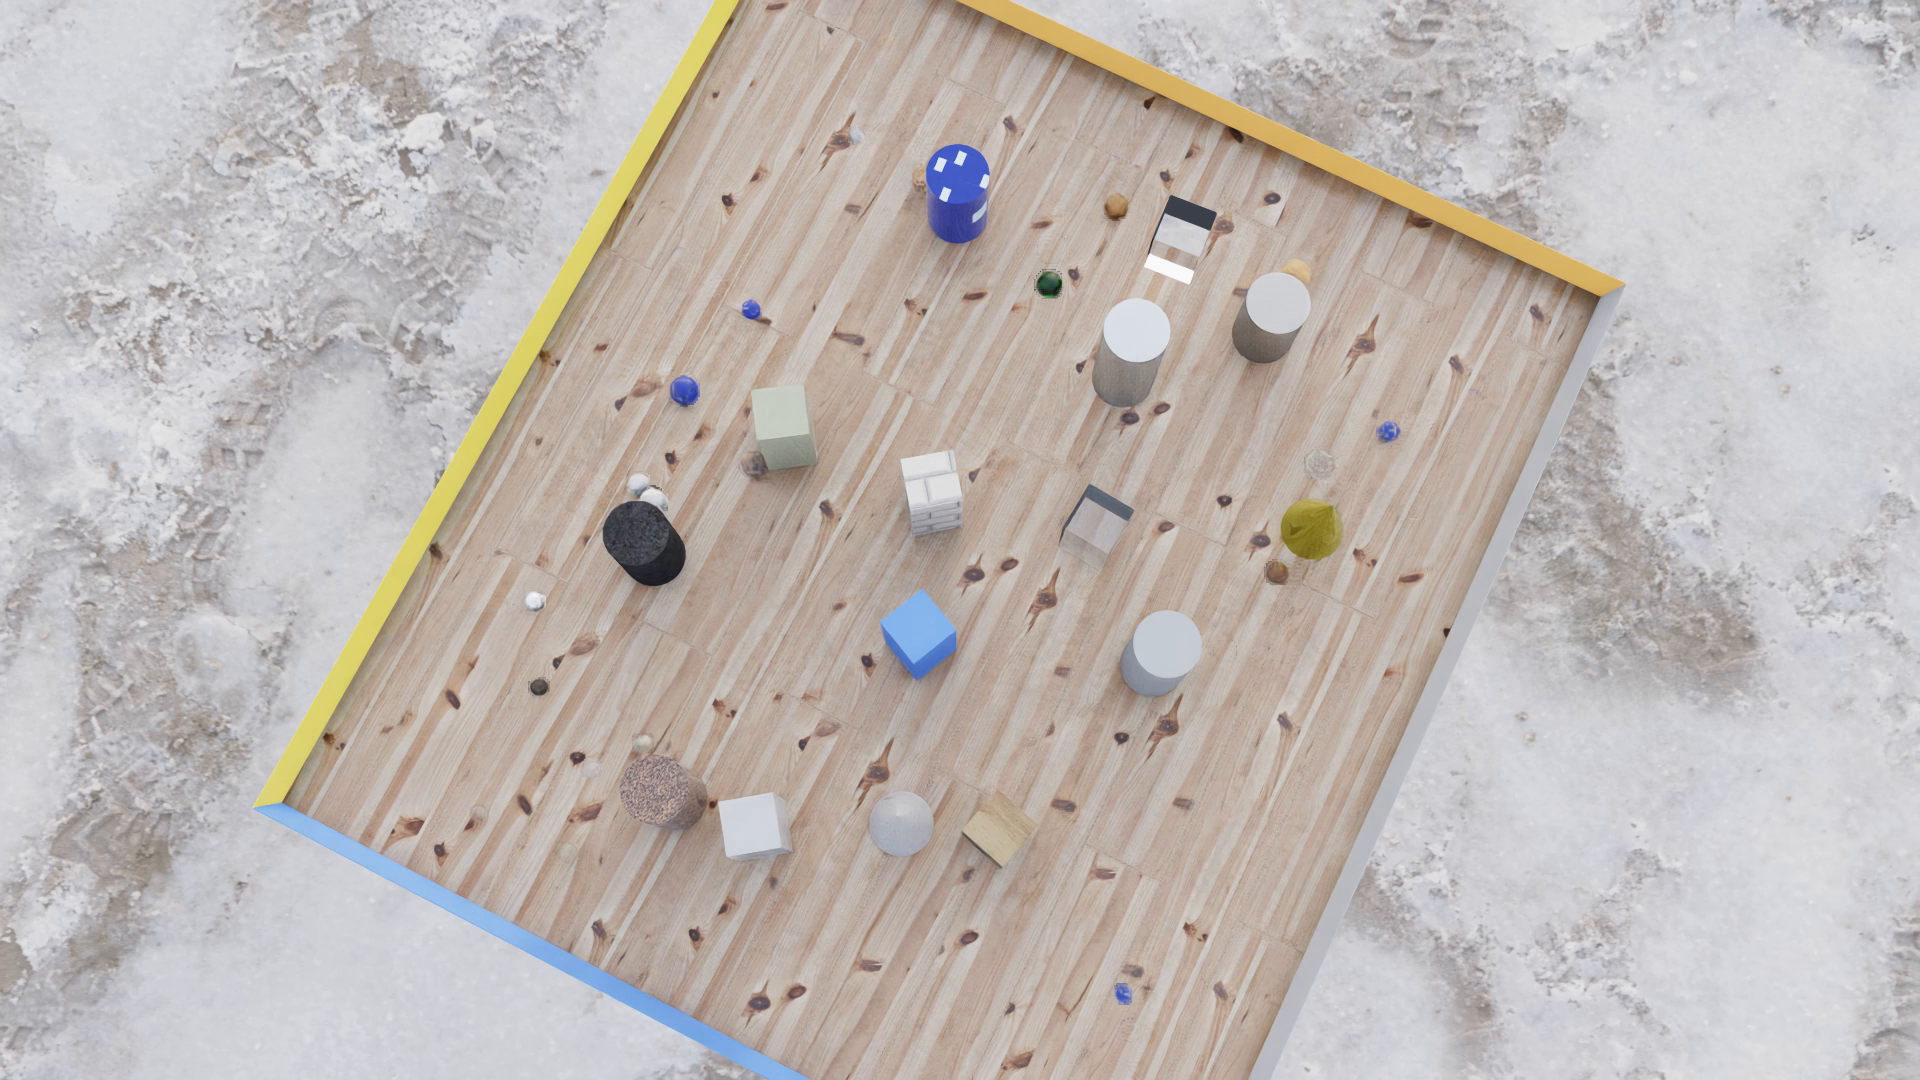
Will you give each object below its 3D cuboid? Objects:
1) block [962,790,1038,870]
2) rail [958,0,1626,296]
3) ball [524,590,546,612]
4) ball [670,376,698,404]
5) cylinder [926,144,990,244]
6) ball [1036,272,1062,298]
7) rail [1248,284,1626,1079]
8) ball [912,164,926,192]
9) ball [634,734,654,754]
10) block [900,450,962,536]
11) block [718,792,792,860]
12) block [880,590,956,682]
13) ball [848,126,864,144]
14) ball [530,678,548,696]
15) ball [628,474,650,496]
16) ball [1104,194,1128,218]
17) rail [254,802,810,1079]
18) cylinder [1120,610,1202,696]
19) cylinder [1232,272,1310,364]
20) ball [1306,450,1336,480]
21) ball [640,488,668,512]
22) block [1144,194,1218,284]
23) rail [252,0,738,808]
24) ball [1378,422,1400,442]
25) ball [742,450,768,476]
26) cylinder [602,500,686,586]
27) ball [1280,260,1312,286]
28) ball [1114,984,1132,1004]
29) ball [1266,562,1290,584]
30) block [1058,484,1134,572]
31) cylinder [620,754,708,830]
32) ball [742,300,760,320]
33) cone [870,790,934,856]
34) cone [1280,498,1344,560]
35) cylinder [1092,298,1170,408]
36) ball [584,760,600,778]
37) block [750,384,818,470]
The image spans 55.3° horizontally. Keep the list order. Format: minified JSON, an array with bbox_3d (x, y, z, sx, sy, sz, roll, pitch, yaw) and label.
[{"bbox_3d":[0.113,0.839,5.302,0.154,0.275,0.154,41,81,8],"label":"block"},{"bbox_3d":[0.722,-1.408,5.843,2.965,0.125,0.045,26,80,5],"label":"rail"},{"bbox_3d":[-1.288,0.185,5.546,0.062,0.062,0.062,0,78,0],"label":"ball"},{"bbox_3d":[-0.853,-0.463,5.667,0.089,0.089,0.089,0,78,0],"label":"ball"},{"bbox_3d":[-0.007,-1.067,5.670,0.192,0.328,0.192,0,78,0],"label":"cylinder"},{"bbox_3d":[0.281,-0.800,5.740,0.082,0.082,0.082,0,78,0],"label":"ball"},{"bbox_3d":[1.305,0.646,5.418,0.045,0.125,3.277,26,80,5],"label":"rail"},{"bbox_3d":[-0.109,-1.145,5.809,0.086,0.086,0.086,0,78,0],"label":"ball"},{"bbox_3d":[-0.944,0.608,5.461,0.058,0.058,0.058,0,78,0],"label":"ball"},{"bbox_3d":[-0.082,-0.137,5.463,0.154,0.357,0.154,-11,79,-2],"label":"block"},{"bbox_3d":[-0.583,0.826,5.260,0.154,0.363,0.154,-10,78,-2],"label":"block"},{"bbox_3d":[-0.118,0.281,5.364,0.154,0.380,0.154,-38,81,-7],"label":"block"},{"bbox_3d":[-0.330,-1.294,5.858,0.052,0.052,0.052,0,78,0],"label":"ball"},{"bbox_3d":[-1.262,0.442,5.498,0.054,0.054,0.054,0,78,0],"label":"ball"},{"bbox_3d":[-0.986,-0.170,5.617,0.068,0.068,0.068,0,78,0],"label":"ball"},{"bbox_3d":[0.496,-1.055,5.796,0.076,0.076,0.076,0,78,0],"label":"ball"},{"bbox_3d":[-0.722,1.421,5.258,2.965,0.125,0.045,26,80,5],"label":"rail"},{"bbox_3d":[0.580,0.334,5.330,0.192,0.426,0.192,0,78,0],"label":"cylinder"},{"bbox_3d":[0.949,-0.676,5.604,0.192,0.299,0.192,0,78,0],"label":"cylinder"},{"bbox_3d":[1.099,-0.230,5.578,0.093,0.093,0.093,0,78,0],"label":"ball"},{"bbox_3d":[-0.937,-0.115,5.596,0.087,0.087,0.087,0,78,0],"label":"ball"},{"bbox_3d":[0.683,-0.930,5.683,0.154,0.246,0.154,22,79,4],"label":"block"},{"bbox_3d":[-1.305,-0.632,5.683,0.045,0.125,3.277,26,80,5],"label":"rail"},{"bbox_3d":[1.324,-0.334,5.653,0.064,0.064,0.064,0,78,0],"label":"ball"},{"bbox_3d":[-0.631,-0.234,5.624,0.081,0.081,0.081,0,78,0],"label":"ball"},{"bbox_3d":[-0.935,0.013,5.445,0.192,0.331,0.192,0,78,0],"label":"cylinder"},{"bbox_3d":[1.051,-0.830,5.739,0.096,0.096,0.096,0,78,0],"label":"ball"},{"bbox_3d":[0.475,1.318,5.317,0.053,0.053,0.053,0,78,0],"label":"ball"},{"bbox_3d":[0.964,0.100,5.561,0.068,0.068,0.068,0,78,0],"label":"ball"},{"bbox_3d":[0.405,-0.035,5.484,0.154,0.273,0.154,31,80,6],"label":"block"},{"bbox_3d":[-0.848,0.731,5.271,0.192,0.380,0.192,0,78,0],"label":"cylinder"},{"bbox_3d":[-0.654,-0.720,5.735,0.061,0.061,0.061,0,78,0],"label":"ball"},{"bbox_3d":[-0.174,0.801,5.243,0.192,0.407,0.192,0,78,0],"label":"cone"},{"bbox_3d":[1.081,-0.066,5.465,0.192,0.324,0.192,0,78,0],"label":"cone"},{"bbox_3d":[0.508,-0.554,5.488,0.192,0.475,0.192,0,78,0],"label":"cylinder"},{"bbox_3d":[-1.096,0.681,5.451,0.049,0.049,0.049,0,78,0],"label":"ball"},{"bbox_3d":[-0.523,-0.337,5.503,0.154,0.358,0.154,-8,78,-2],"label":"block"}]
